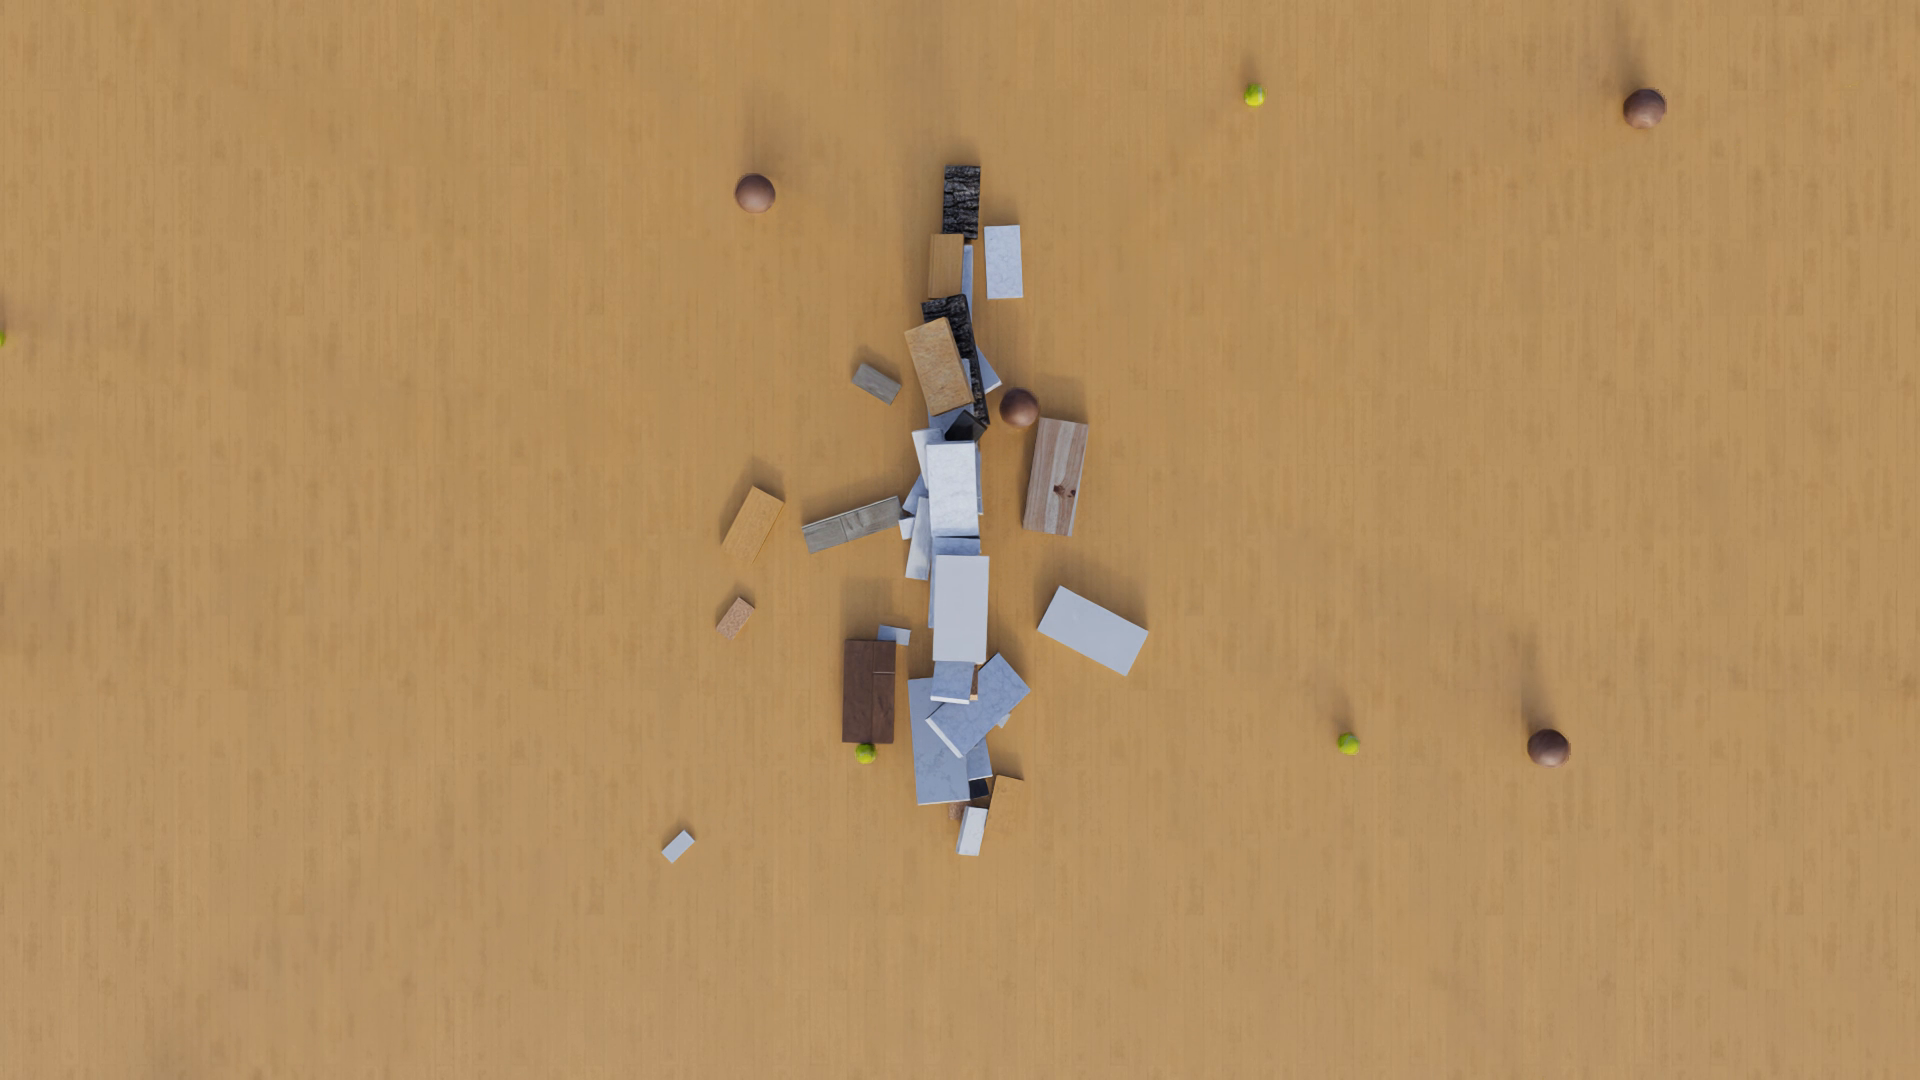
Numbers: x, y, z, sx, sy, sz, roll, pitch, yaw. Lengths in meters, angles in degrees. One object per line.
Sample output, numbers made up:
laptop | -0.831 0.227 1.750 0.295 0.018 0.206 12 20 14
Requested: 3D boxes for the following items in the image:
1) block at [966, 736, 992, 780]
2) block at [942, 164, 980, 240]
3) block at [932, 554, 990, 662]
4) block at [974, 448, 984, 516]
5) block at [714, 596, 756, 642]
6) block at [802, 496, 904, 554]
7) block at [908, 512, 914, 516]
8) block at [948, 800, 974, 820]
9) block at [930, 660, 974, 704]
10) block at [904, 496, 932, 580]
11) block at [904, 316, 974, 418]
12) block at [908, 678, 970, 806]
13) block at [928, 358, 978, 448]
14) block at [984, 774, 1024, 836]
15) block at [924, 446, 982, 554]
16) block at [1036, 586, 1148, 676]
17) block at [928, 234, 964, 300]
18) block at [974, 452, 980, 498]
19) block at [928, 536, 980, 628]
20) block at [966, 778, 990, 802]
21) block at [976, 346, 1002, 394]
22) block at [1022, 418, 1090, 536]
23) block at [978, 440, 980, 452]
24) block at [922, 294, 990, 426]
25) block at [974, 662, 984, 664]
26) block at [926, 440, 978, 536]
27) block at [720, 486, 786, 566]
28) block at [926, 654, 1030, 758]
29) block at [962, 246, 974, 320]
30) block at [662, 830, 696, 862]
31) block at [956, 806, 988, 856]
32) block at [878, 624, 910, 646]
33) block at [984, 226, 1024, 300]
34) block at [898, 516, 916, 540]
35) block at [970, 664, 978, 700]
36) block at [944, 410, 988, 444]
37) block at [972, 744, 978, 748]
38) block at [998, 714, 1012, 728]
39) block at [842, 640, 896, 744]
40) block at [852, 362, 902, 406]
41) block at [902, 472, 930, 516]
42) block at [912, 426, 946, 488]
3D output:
block | 0.045 0.697 5.460 0.093 0.026 0.186 -11 73 0
block | 0.005 -1.123 5.483 0.118 0.034 0.237 2 90 0
block | 0.003 0.217 5.283 0.169 0.048 0.338 2 94 -1
block | 0.005 -0.202 5.397 0.124 0.035 0.248 -4 77 -1
block | -0.748 0.263 5.491 0.067 0.019 0.134 36 90 0
block | -0.353 -0.051 5.486 0.336 0.027 0.096 -18 90 0
block | -0.112 -0.076 5.491 0.121 0.017 0.061 18 90 0
block | 0.008 0.851 5.489 0.080 0.023 0.159 4 90 0
block | -0.017 0.403 5.332 0.124 0.035 0.247 6 63 5
block | -0.121 -0.006 5.452 0.076 0.022 0.276 9 104 -7
block | -0.067 -0.558 5.326 0.144 0.041 0.289 -19 86 17
block | -0.069 0.656 5.415 0.169 0.048 0.408 -6 75 5
block | -0.031 -0.436 5.362 0.144 0.041 0.289 -6 90 18
block | 0.147 0.880 5.487 0.093 0.026 0.186 13 90 0
block | -0.022 -0.130 5.314 0.151 0.043 0.362 -5 106 1
block | 0.440 0.301 5.476 0.333 0.047 0.167 28 90 0
block | -0.045 -0.901 5.443 0.108 0.030 0.215 2 84 9
block | 0.030 -0.211 5.370 0.076 0.022 0.152 0 77 0
block | -0.020 0.137 5.336 0.151 0.043 0.302 3 102 -1
block | 0.038 0.777 5.463 0.080 0.023 0.159 -15 73 -4
block | 0.035 -0.576 5.450 0.108 0.030 0.215 -32 72 -1
block | 0.317 -0.209 5.476 0.167 0.047 0.375 9 90 0
block | 0.005 -0.268 5.452 0.124 0.035 0.247 1 75 0
block | -0.014 -0.576 5.395 0.144 0.041 0.433 -11 88 18
block | 0.005 0.292 5.428 0.124 0.035 0.248 -5 63 0
block | -0.023 -0.164 5.260 0.151 0.043 0.302 -2 106 1
block | -0.690 -0.047 5.483 0.118 0.034 0.237 28 90 0
block | 0.061 0.541 5.406 0.333 0.047 0.167 -41 91 -25
block | -0.014 -0.798 5.458 0.108 0.030 0.354 0 84 9
block | -0.938 1.020 5.493 0.105 0.015 0.053 -44 90 0
block | 0.040 0.964 5.468 0.080 0.023 0.159 12 91 -33
block | -0.220 0.317 5.493 0.105 0.015 0.053 10 90 0
block | 0.144 -0.923 5.483 0.118 0.034 0.237 -3 90 0
block | -0.132 -0.049 5.462 0.134 0.019 0.067 -12 108 -1
block | -0.003 0.413 5.408 0.124 0.035 0.248 -1 52 3
block | -0.006 -0.318 5.313 0.096 0.027 0.193 38 115 0
block | 0.006 0.596 5.460 0.093 0.026 0.186 -4 76 5
block | 0.112 0.573 5.493 0.105 0.015 0.053 35 90 0
block | -0.301 0.502 5.468 0.169 0.048 0.338 2 92 0
block | -0.278 -0.519 5.489 0.152 0.022 0.076 31 90 0
block | -0.132 -0.149 5.468 0.067 0.019 0.134 29 90 -9
block | -0.084 -0.266 5.324 0.096 0.027 0.193 -8 107 19
